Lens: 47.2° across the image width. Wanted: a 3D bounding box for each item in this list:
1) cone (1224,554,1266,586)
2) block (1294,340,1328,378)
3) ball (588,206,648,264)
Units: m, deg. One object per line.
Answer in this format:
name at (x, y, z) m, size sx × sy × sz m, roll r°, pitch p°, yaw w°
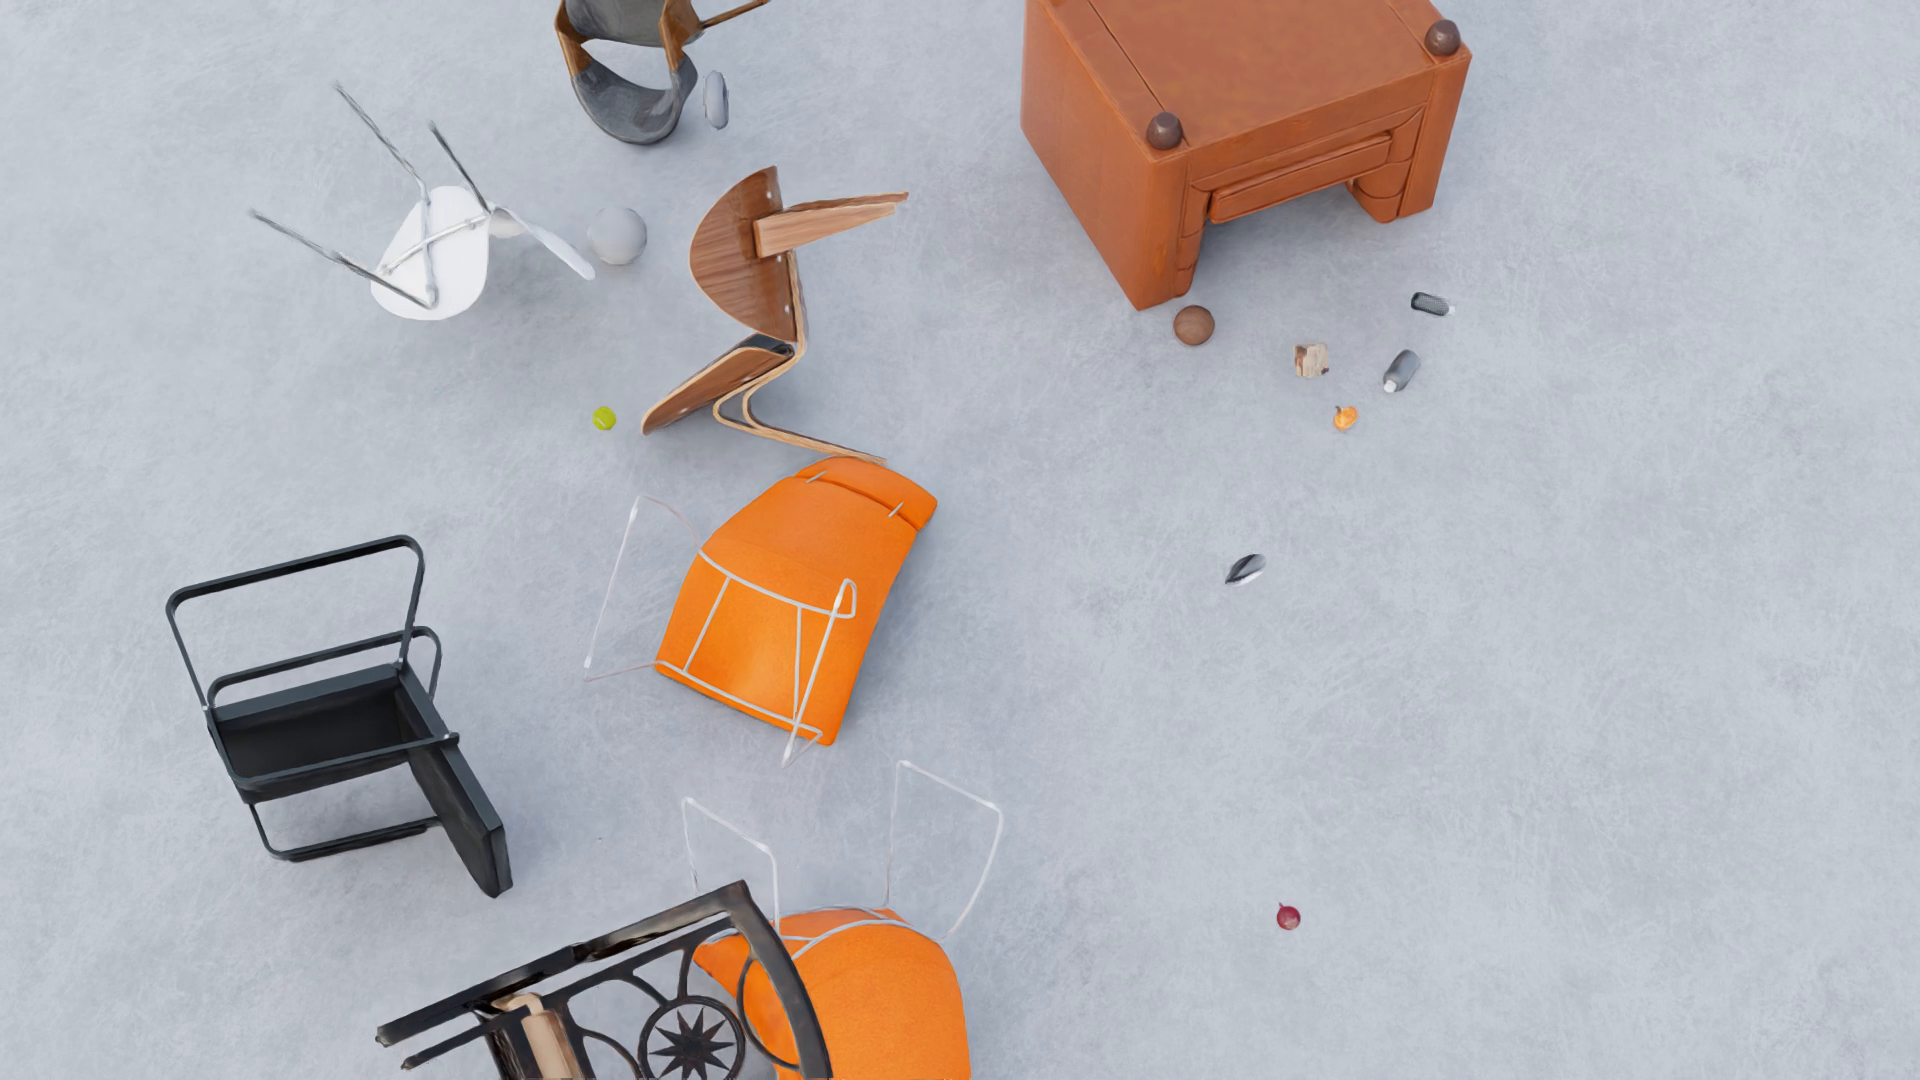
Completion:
cone at (0.800, 0.107, 6.383) m, size 0.071 × 0.156 × 0.147 m, roll 57°, pitch 34°, yaw 3°
block at (1.096, -0.565, 6.862) m, size 0.075 × 0.095 × 0.066 m, roll -16°, pitch 18°, yaw -25°
ball at (-1.109, -0.988, 7.122) m, size 0.191 × 0.191 × 0.191 m, roll 0°, pitch 56°, yaw 0°
